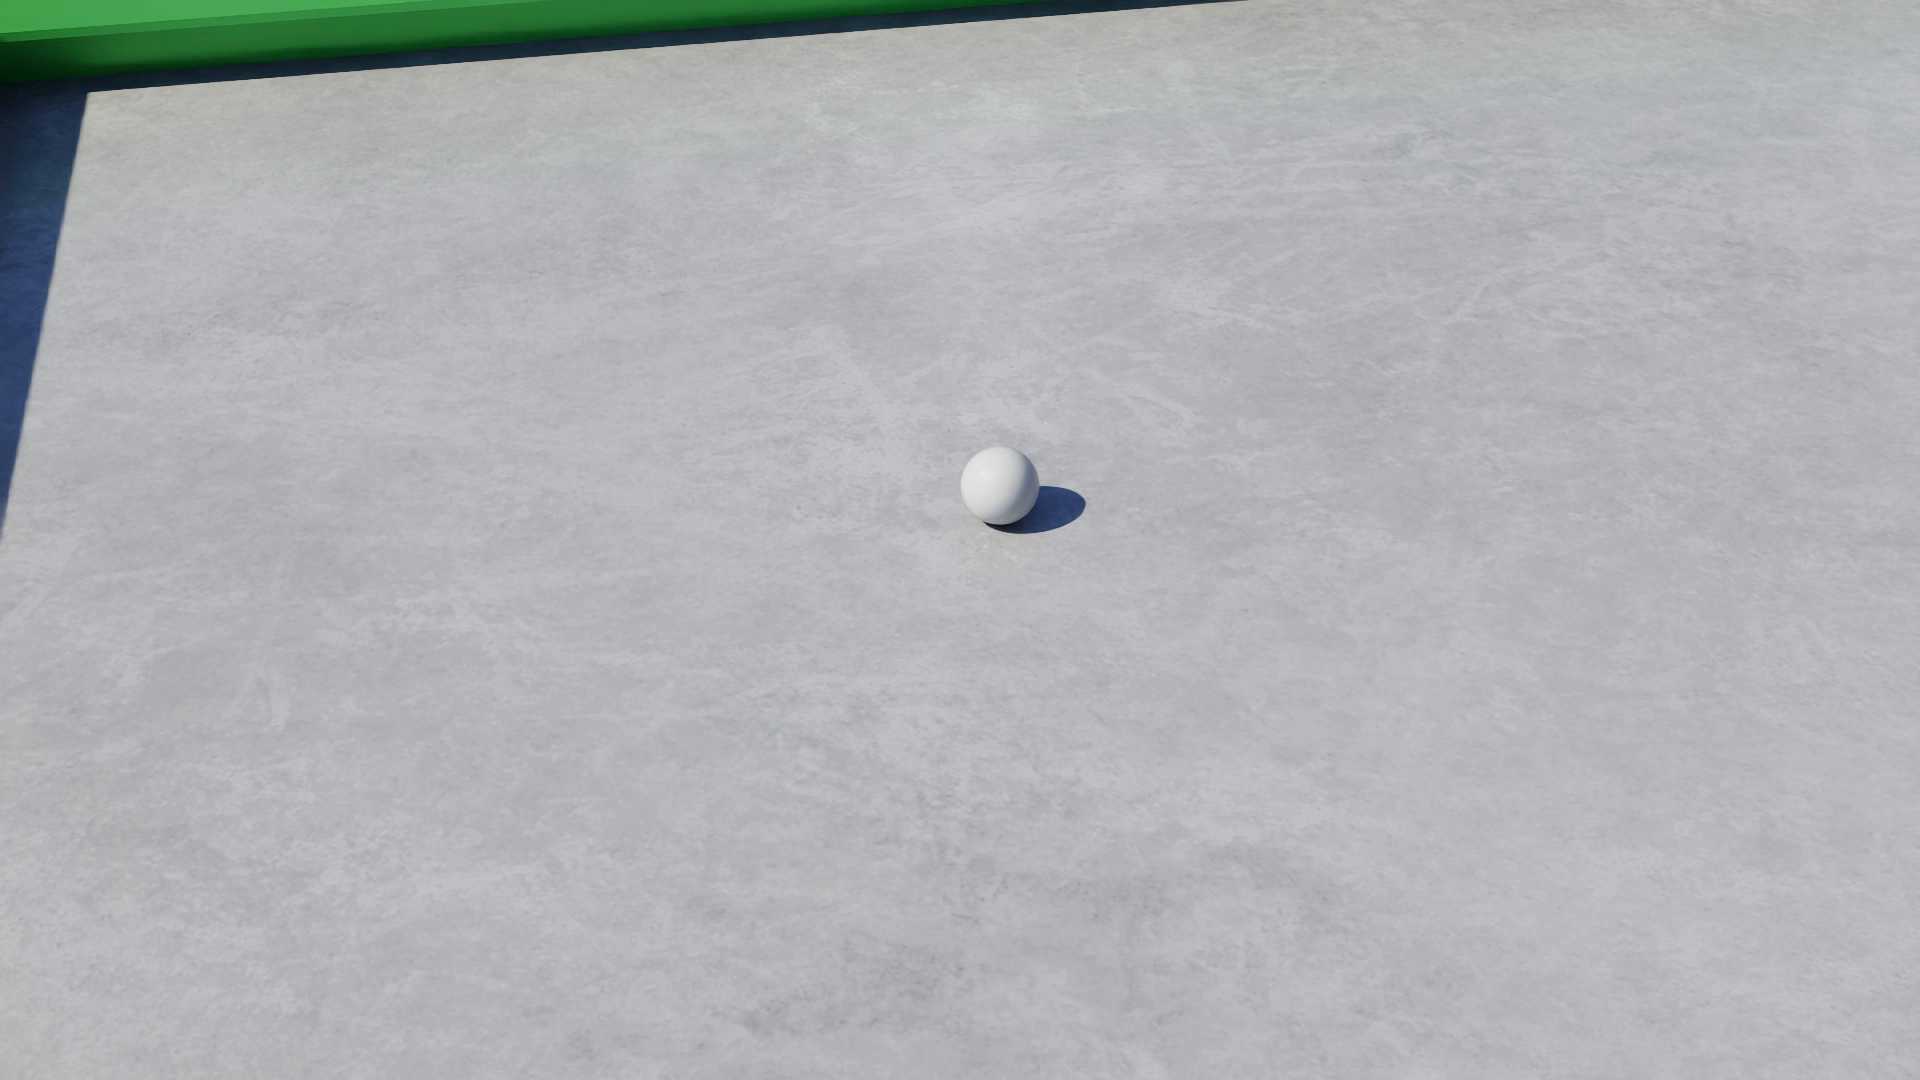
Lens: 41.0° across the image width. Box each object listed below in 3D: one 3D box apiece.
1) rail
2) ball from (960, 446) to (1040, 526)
[{"bbox_3d":[0.562,-0.582,2.366,2.900,0.120,0.045,-6,37,-9],"label":"rail"},{"bbox_3d":[0.026,-0.036,1.675,0.052,0.052,0.052,0,36,0],"label":"ball"}]
